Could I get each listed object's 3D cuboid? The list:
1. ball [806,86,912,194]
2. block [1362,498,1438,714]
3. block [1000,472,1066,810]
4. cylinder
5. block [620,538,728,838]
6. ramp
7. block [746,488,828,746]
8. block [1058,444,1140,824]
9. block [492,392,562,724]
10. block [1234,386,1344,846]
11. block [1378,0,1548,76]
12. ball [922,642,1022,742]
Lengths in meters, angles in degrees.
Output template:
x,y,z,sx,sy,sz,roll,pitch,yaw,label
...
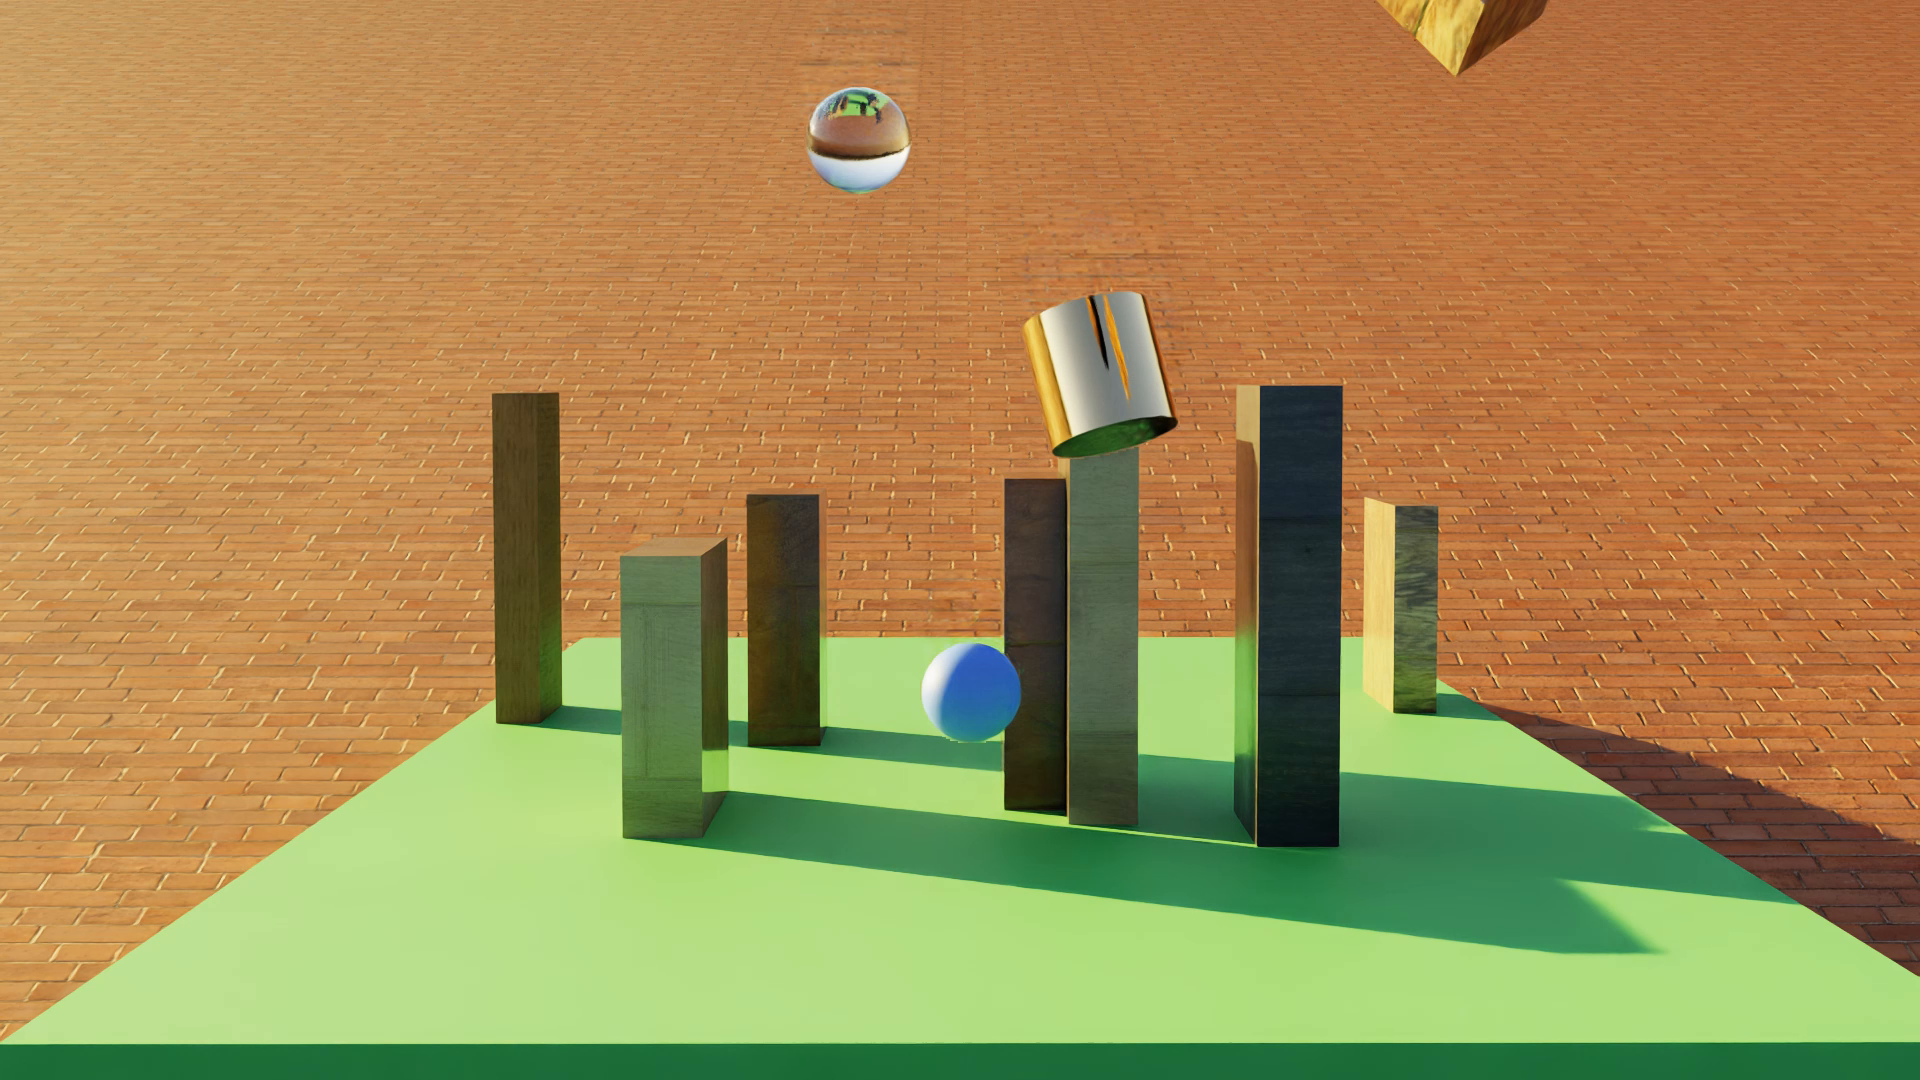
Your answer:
x,y,z,sx,sy,sz,roll,pitch,yaw,label
-0.108,-0.426,2.734,0.113,0.113,0.113,0,20,0,ball
0.892,0.125,5.210,0.085,0.408,0.371,0,4,0,block
0.113,0.150,4.034,0.092,0.505,0.290,0,4,0,block
0.149,-0.174,2.727,0.138,0.138,0.138,-13,-11,-2,cylinder
-0.426,0.211,3.871,0.114,0.404,0.429,0,4,0,block
0.047,0.422,4.534,2.000,0.100,4.000,0,4,0,ramp
-0.315,0.136,4.709,0.129,0.451,0.266,0,4,0,block
0.210,0.098,3.970,0.101,0.617,0.420,0,4,0,block
-0.843,0.027,5.016,0.084,0.629,0.280,0,4,0,block
0.473,0.099,3.727,0.115,0.645,0.297,0,4,0,block
0.448,-0.499,2.251,0.107,0.107,0.107,-36,72,-18,block
0.013,0.175,2.952,0.115,0.115,0.115,0,20,0,ball
